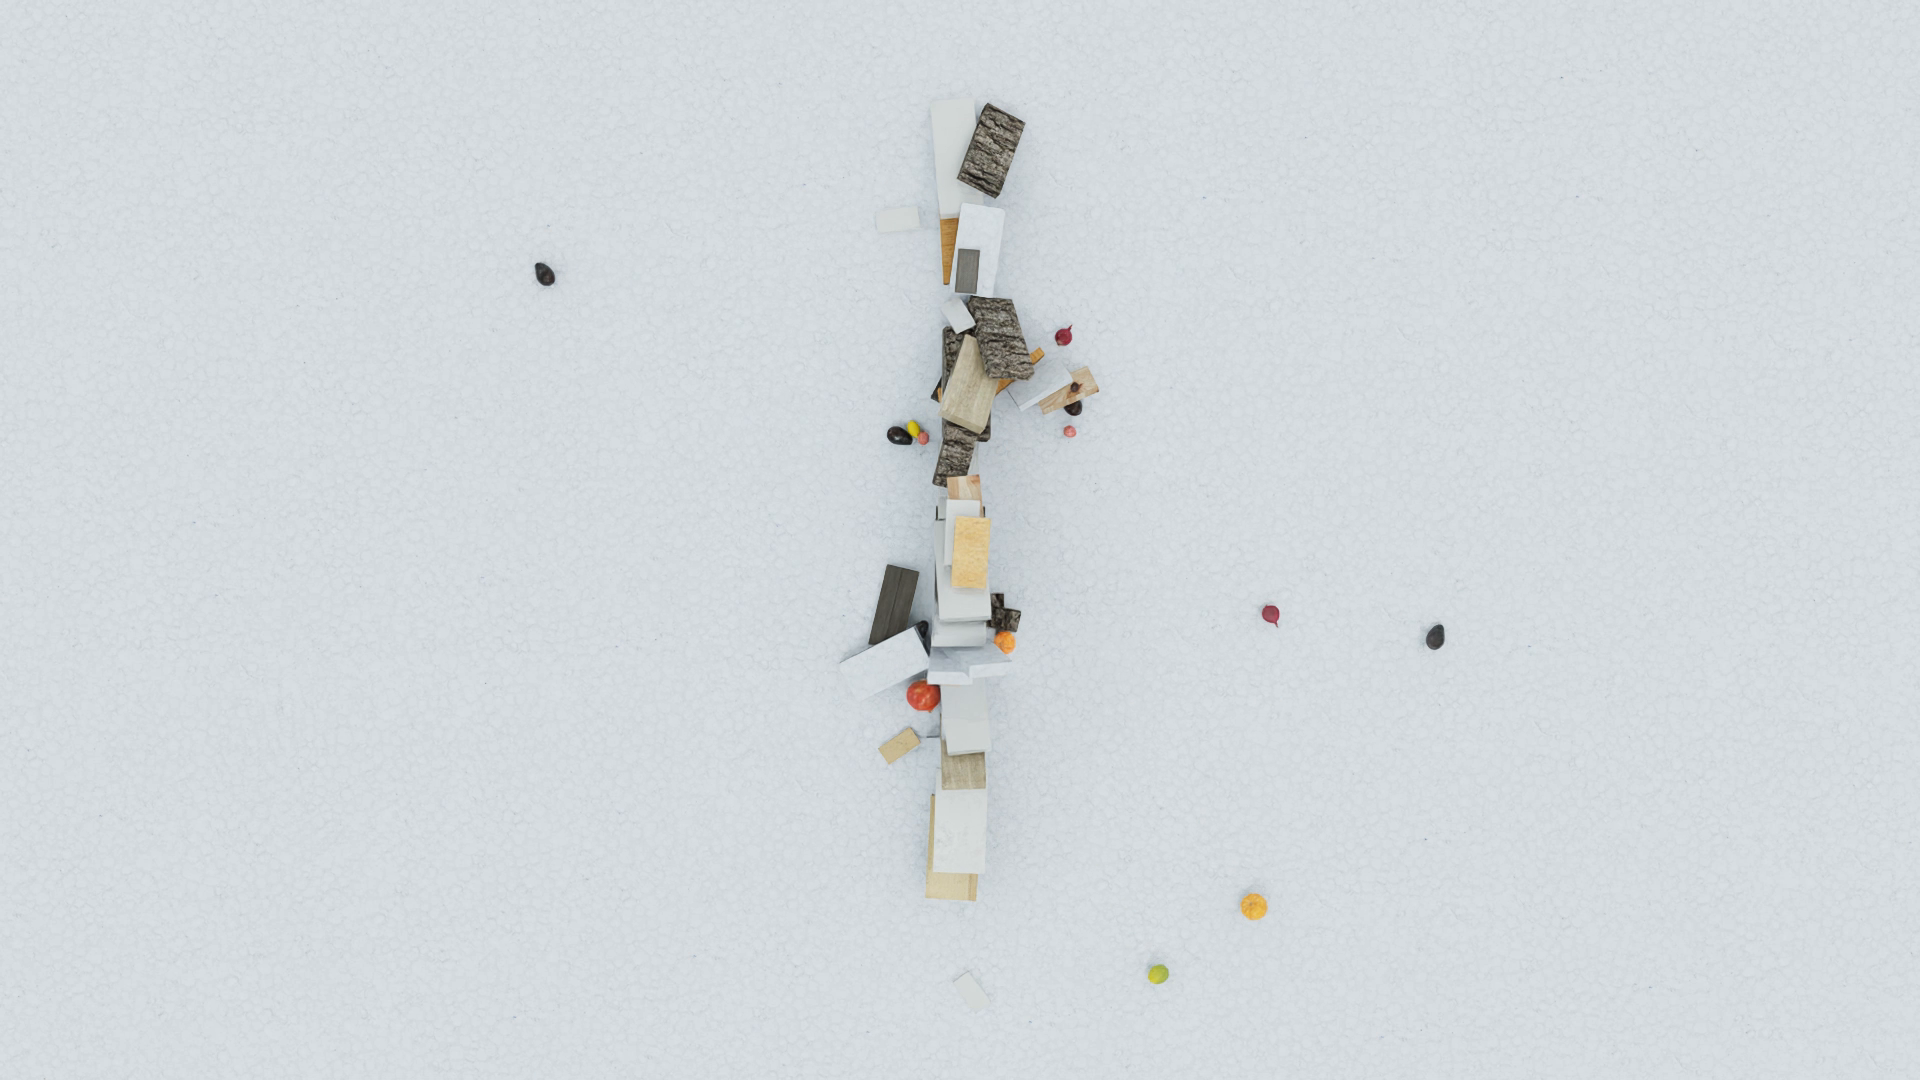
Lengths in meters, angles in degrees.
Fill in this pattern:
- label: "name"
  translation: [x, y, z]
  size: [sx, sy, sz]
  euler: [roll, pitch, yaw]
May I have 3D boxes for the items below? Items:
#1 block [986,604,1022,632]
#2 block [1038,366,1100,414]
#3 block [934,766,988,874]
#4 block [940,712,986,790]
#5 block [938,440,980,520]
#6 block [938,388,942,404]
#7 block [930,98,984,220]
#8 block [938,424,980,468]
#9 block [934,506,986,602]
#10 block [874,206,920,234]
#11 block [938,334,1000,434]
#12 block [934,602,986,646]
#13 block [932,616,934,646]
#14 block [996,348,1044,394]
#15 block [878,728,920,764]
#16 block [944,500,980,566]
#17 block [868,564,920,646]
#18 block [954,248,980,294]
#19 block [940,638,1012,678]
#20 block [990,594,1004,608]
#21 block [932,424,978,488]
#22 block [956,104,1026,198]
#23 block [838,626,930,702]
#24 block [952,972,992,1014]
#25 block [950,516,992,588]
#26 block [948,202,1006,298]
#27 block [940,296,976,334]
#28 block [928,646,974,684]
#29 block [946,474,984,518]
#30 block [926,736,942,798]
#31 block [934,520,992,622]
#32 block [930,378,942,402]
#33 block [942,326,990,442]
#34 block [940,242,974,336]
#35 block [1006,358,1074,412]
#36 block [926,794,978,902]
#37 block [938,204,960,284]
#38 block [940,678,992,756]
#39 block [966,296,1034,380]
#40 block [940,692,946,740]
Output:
- label: "block"
  translation: [0.125, 0.257, 5.471]
  size: [0.145, 0.021, 0.072]
  euler: [11, 113, -5]
- label: "block"
  translation: [0.349, -0.495, 5.459]
  size: [0.200, 0.028, 0.100]
  euler: [-23, 53, 0]
- label: "block"
  translation: [0.002, 0.914, 5.381]
  size: [0.168, 0.048, 0.336]
  euler: [2, 90, 0]
- label: "block"
  translation: [0.009, 0.687, 5.384]
  size: [0.143, 0.285, 0.040]
  euler: [-1, 135, 0]
- label: "block"
  translation: [-0.005, -0.192, 5.382]
  size: [0.134, 0.038, 0.268]
  euler: [-1, 72, 0]
- label: "block"
  translation: [-0.021, -0.424, 5.416]
  size: [0.078, 0.022, 0.157]
  euler: [-5, 76, -20]
- label: "block"
  translation: [-0.010, -1.258, 5.436]
  size: [0.144, 0.041, 0.402]
  euler: [-5, 78, 0]
- label: "block"
  translation: [-0.004, -0.252, 5.441]
  size: [0.134, 0.038, 0.268]
  euler: [0, 72, 0]
- label: "block"
  translation: [0.001, 0.043, 5.401]
  size: [0.164, 0.047, 0.329]
  euler: [0, 61, 0]
- label: "block"
  translation: [-0.207, -1.066, 5.490]
  size: [0.142, 0.020, 0.071]
  euler: [-9, 90, 0]
- label: "block"
  translation: [0.042, -0.504, 5.317]
  size: [0.152, 0.043, 0.304]
  euler: [23, 61, -12]
- label: "block"
  translation: [0.001, 0.217, 5.358]
  size: [0.164, 0.329, 0.047]
  euler: [0, 129, 0]
- label: "block"
  translation: [-0.036, 0.297, 5.389]
  size: [0.111, 0.222, 0.031]
  euler: [0, 106, 0]
- label: "block"
  translation: [0.188, -0.555, 5.448]
  size: [0.210, 0.105, 0.030]
  euler: [-39, 90, 0]
- label: "block"
  translation: [-0.201, 0.685, 5.491]
  size: [0.129, 0.018, 0.064]
  euler: [-35, 90, 0]
- label: "block"
  translation: [0.006, -0.023, 5.252]
  size: [0.105, 0.030, 0.210]
  euler: [3, 92, -2]
- label: "block"
  translation: [-0.219, 0.225, 5.484]
  size: [0.111, 0.031, 0.272]
  euler: [13, 90, 0]
- label: "block"
  translation: [0.024, -0.874, 5.366]
  size: [0.071, 0.020, 0.142]
  euler: [4, 103, -3]
- label: "block"
  translation: [0.040, 0.358, 5.306]
  size: [0.143, 0.365, 0.040]
  euler: [-5, 107, -18]
- label: "block"
  translation: [0.075, 0.215, 5.490]
  size: [0.145, 0.021, 0.072]
  euler: [0, 90, 0]
- label: "block"
  translation: [-0.016, -0.265, 5.301]
  size: [0.100, 0.028, 0.200]
  euler: [10, 104, -19]
- label: "block"
  translation: [0.104, -1.278, 5.413]
  size: [0.144, 0.041, 0.289]
  euler: [24, 69, -14]
- label: "block"
  translation: [-0.243, 0.409, 5.450]
  size: [0.285, 0.040, 0.143]
  euler: [-27, 93, 11]
- label: "block"
  translation: [0.040, 1.506, 5.491]
  size: [0.064, 0.018, 0.129]
  euler: [-37, 90, 0]
- label: "block"
  translation: [0.034, 0.039, 5.225]
  size: [0.111, 0.031, 0.222]
  euler: [4, 92, -2]
- label: "block"
  translation: [0.055, -0.945, 5.381]
  size: [0.144, 0.041, 0.289]
  euler: [8, 103, -3]
- label: "block"
  translation: [-0.008, -0.737, 5.405]
  size: [0.071, 0.020, 0.142]
  euler: [-26, 48, -3]
- label: "block"
  translation: [-0.026, 0.396, 5.318]
  size: [0.143, 0.285, 0.040]
  euler: [1, 106, 1]
- label: "block"
  translation: [0.020, -0.100, 5.285]
  size: [0.105, 0.030, 0.210]
  euler: [-6, 89, -2]
- label: "block"
  translation: [-0.019, 0.818, 5.476]
  size: [0.168, 0.048, 0.336]
  euler: [-3, 90, 0]
- label: "block"
  translation: [0.006, 0.097, 5.293]
  size: [0.164, 0.047, 0.329]
  euler: [-4, 72, -1]
- label: "block"
  translation: [-0.028, -0.521, 5.470]
  size: [0.078, 0.022, 0.157]
  euler: [27, 76, 0]
- label: "block"
  translation: [0.021, -0.509, 5.379]
  size: [0.152, 0.043, 0.373]
  euler: [5, 73, -18]
- label: "block"
  translation: [0.002, -0.965, 5.481]
  size: [0.133, 0.038, 0.572]
  euler: [0, 90, 0]
- label: "block"
  translation: [0.263, -0.515, 5.459]
  size: [0.200, 0.028, 0.100]
  euler: [-30, 54, 0]
- label: "block"
  translation: [-0.021, 1.011, 5.429]
  size: [0.168, 0.048, 0.336]
  euler: [3, 90, 0]
- label: "block"
  translation: [0.004, -0.981, 5.444]
  size: [0.133, 0.038, 0.265]
  euler: [-3, 90, 0]
- label: "block"
  translation: [0.016, 0.551, 5.367]
  size: [0.143, 0.040, 0.285]
  euler: [-6, 67, -2]
- label: "block"
  translation: [0.131, -0.659, 5.377]
  size: [0.152, 0.043, 0.304]
  euler: [1, 58, -27]
- label: "block"
  translation: [0.009, 0.513, 5.426]
  size: [0.143, 0.040, 0.285]
  euler: [-1, 67, 0]
